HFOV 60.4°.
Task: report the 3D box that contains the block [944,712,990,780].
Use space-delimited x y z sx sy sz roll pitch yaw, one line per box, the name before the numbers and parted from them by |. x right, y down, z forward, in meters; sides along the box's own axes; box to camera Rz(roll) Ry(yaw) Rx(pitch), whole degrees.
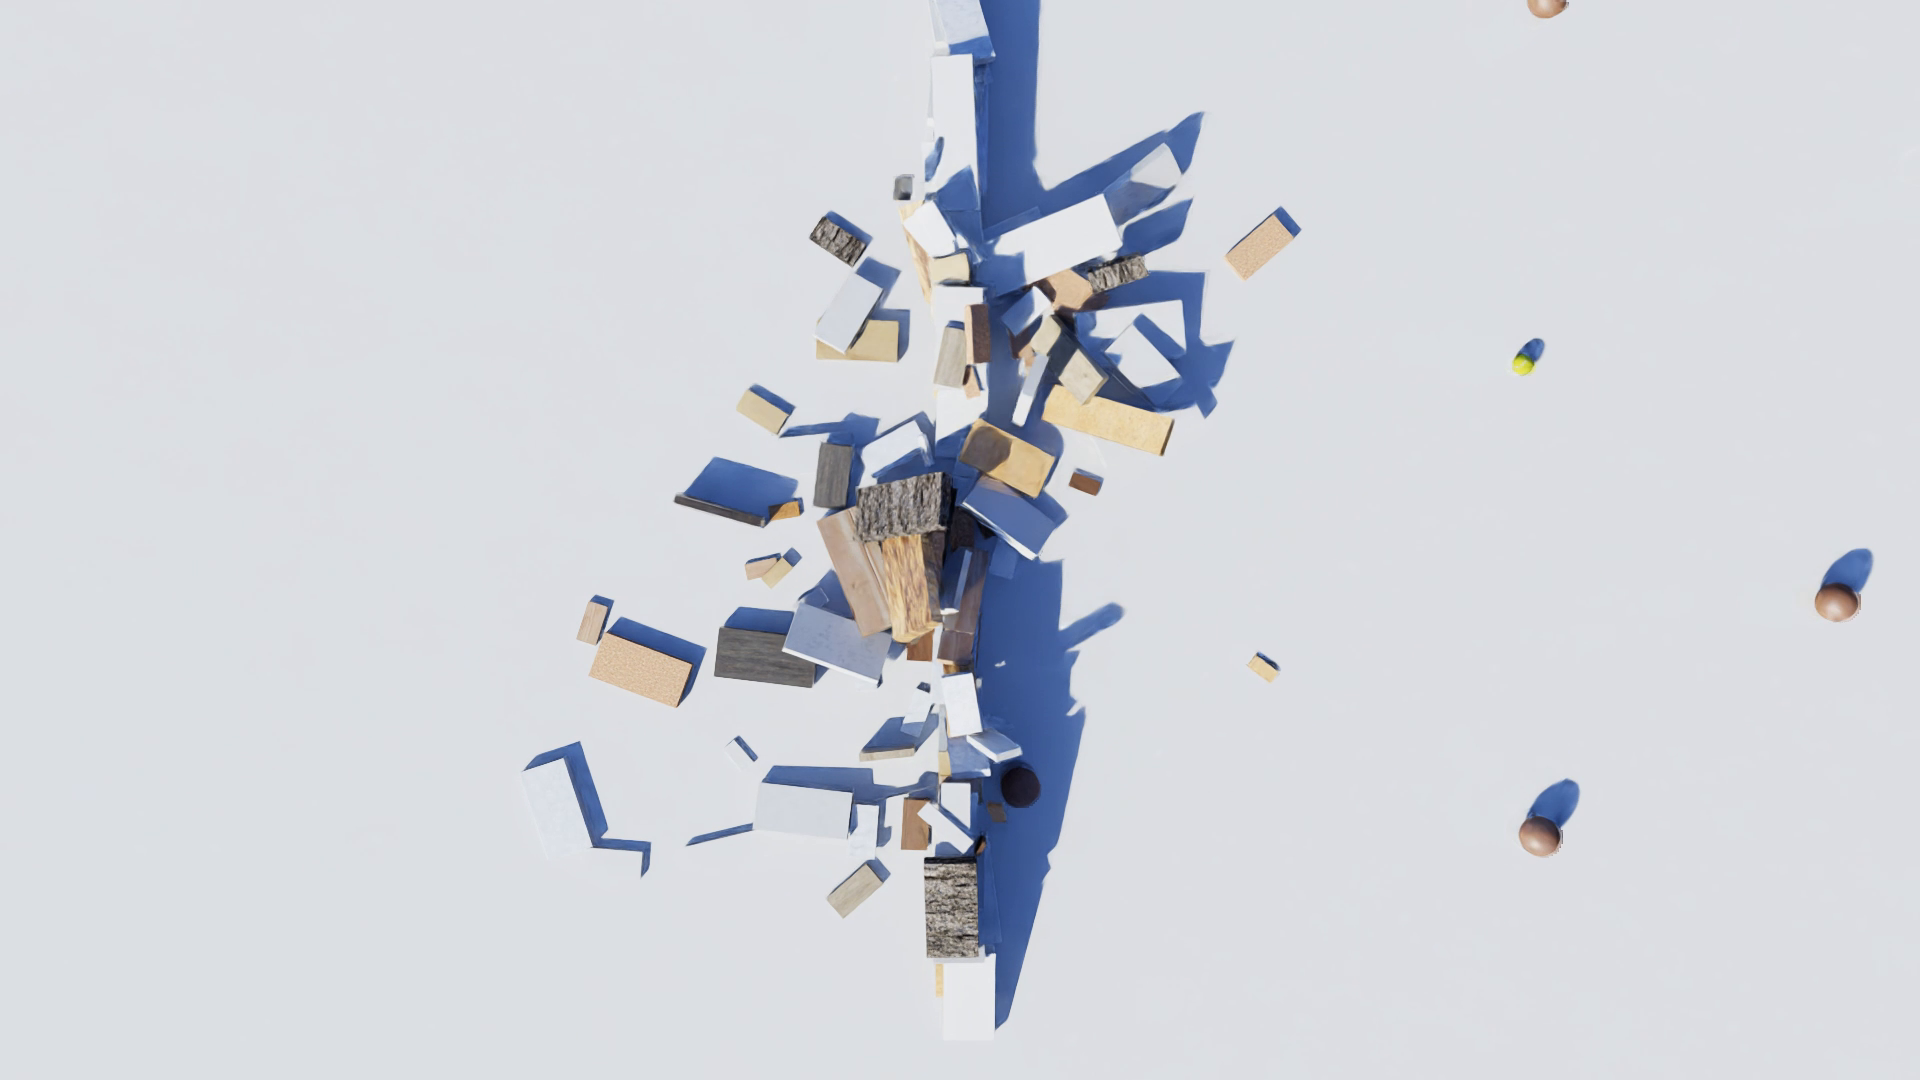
block | 0.023 0.661 5.311 0.123 0.247 0.035 -6 131 -2

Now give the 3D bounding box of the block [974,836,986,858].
block | 0.064 0.971 5.226 0.014 0.101 0.050 28 92 -2

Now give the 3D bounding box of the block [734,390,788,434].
block | -0.660 -0.425 5.489 0.161 0.023 0.081 32 90 0

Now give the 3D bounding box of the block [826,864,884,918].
block | -0.350 1.167 5.487 0.177 0.025 0.089 -41 90 0

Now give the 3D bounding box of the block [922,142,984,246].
block | -0.024 -1.134 5.423 0.175 0.049 0.349 -3 102 8

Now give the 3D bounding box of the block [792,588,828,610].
block | -0.498 0.209 5.483 0.108 0.015 0.054 -32 87 -9

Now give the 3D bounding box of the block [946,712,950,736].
block | 0.003 0.528 5.316 0.099 0.028 0.199 -4 85 -1

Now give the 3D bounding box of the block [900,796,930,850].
block | -0.148 0.940 5.464 0.089 0.025 0.177 3 103 -4

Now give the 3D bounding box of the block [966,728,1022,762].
block | 0.107 0.647 5.219 0.091 0.183 0.026 -13 111 -27

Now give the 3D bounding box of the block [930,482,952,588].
block | -0.126 -0.015 5.387 0.050 0.176 0.351 17 75 -42

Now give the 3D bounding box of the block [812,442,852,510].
block | -0.420 -0.211 5.454 0.107 0.030 0.214 7 104 -3

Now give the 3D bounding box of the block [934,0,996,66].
block | 0.013 -1.678 5.383 0.136 0.039 0.273 -15 78 -4

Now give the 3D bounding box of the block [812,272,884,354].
block | -0.370 -0.750 5.447 0.124 0.035 0.247 30 82 4

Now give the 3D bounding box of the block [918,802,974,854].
block | -0.045 0.902 5.173 0.191 0.014 0.050 41 91 -1

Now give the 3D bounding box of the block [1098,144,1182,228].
block | 0.560 -1.140 5.437 0.365 0.136 0.039 -38 48 0

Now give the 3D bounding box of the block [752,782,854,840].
block | -0.518 0.897 5.457 0.314 0.044 0.154 6 81 3

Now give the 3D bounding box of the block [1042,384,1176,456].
block | 0.482 -0.393 5.387 0.436 0.035 0.124 19 90 27

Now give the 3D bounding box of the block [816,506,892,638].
block | -0.324 0.102 5.441 0.164 0.047 0.413 -22 83 -9

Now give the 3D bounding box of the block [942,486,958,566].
block | -0.086 -0.049 5.433 0.037 0.129 0.258 13 86 -43

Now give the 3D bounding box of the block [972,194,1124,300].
block | 0.272 -0.951 5.372 0.484 0.050 0.178 -20 98 11

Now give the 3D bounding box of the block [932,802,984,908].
block | -0.007 1.013 5.301 0.167 0.047 0.333 0 91 0

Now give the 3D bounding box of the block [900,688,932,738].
block | -0.142 0.575 5.491 0.067 0.019 0.152 21 90 0

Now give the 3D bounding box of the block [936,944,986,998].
block | 0.002 1.343 5.476 0.168 0.048 0.336 -1 90 0

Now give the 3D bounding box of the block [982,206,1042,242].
block | 0.181 -1.016 5.485 0.214 0.030 0.107 -24 90 0

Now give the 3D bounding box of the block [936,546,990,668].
block | 0.011 0.213 5.357 0.105 0.030 0.410 9 63 4

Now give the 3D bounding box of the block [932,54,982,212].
block | -0.012 -1.312 5.333 0.134 0.038 0.491 -2 95 12

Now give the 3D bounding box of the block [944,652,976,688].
block | -0.004 0.415 5.301 0.099 0.028 0.199 -5 70 -1

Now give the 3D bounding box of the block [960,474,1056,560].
block | 0.160 -0.080 5.435 0.296 0.042 0.148 36 58 -3

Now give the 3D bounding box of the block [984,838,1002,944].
block | 0.033 1.162 5.430 0.168 0.048 0.336 -7 84 -1

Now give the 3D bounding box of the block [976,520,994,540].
block | 0.084 -0.054 5.468 0.049 0.014 0.099 -31 110 -25

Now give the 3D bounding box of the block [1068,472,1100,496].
block | 0.414 -0.186 5.493 0.099 0.014 0.050 21 90 0

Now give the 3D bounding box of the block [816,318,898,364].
block | -0.341 -0.663 5.481 0.268 0.038 0.134 3 90 0

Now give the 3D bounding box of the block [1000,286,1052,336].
block | 0.217 -0.757 5.440 0.161 0.023 0.081 -41 95 19

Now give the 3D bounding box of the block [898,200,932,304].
block | -0.116 -0.948 5.437 0.086 0.024 0.329 -14 106 10

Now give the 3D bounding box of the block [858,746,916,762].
block | -0.240 0.706 5.455 0.182 0.091 0.026 -6 90 0

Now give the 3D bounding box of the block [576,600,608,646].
block | -1.224 0.277 5.491 0.067 0.019 0.134 18 90 0

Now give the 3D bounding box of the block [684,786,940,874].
block | -0.478 0.961 5.487 0.879 0.026 0.091 -13 90 0

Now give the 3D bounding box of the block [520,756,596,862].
block | -1.337 0.892 5.478 0.154 0.044 0.309 -18 90 0

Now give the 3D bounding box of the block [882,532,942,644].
block | -0.160 0.105 5.311 0.175 0.050 0.416 -29 58 37

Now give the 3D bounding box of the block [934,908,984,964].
block | -0.005 1.119 5.368 0.167 0.047 0.502 -1 76 0

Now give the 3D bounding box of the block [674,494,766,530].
block | -0.793 -0.092 5.445 0.295 0.107 0.030 16 85 0

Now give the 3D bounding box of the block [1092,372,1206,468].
block | 0.611 -0.398 5.475 0.356 0.050 0.178 -25 90 0

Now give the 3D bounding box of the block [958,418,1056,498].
block | 0.154 -0.269 5.426 0.296 0.042 0.148 26 88 -21

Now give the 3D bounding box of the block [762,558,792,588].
block | -0.607 0.110 5.478 0.101 0.014 0.050 -45 90 0

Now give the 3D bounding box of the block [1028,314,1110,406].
block | 0.355 -0.590 5.400 0.288 0.037 0.129 52 128 18

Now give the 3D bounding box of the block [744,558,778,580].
block | -0.660 0.096 5.492 0.108 0.015 0.054 -13 90 0

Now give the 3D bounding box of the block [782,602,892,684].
block | -0.402 0.339 5.427 0.328 0.047 0.164 20 70 -8

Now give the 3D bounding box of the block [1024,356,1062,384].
block | 0.300 -0.566 5.488 0.173 0.024 0.086 0 90 0

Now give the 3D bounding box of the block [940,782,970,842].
block | -0.014 0.855 5.191 0.091 0.026 0.183 1 91 0

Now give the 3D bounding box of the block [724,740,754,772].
block | -0.738 0.719 5.493 0.050 0.014 0.101 -41 90 0

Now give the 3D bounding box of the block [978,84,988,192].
block | 0.004 -1.333 5.475 0.175 0.049 0.349 0 90 0

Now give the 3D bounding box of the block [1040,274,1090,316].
block | 0.339 -0.814 5.485 0.214 0.030 0.107 -9 90 0

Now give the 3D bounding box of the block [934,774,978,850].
block | -0.012 0.881 5.257 0.123 0.035 0.255 4 91 0
